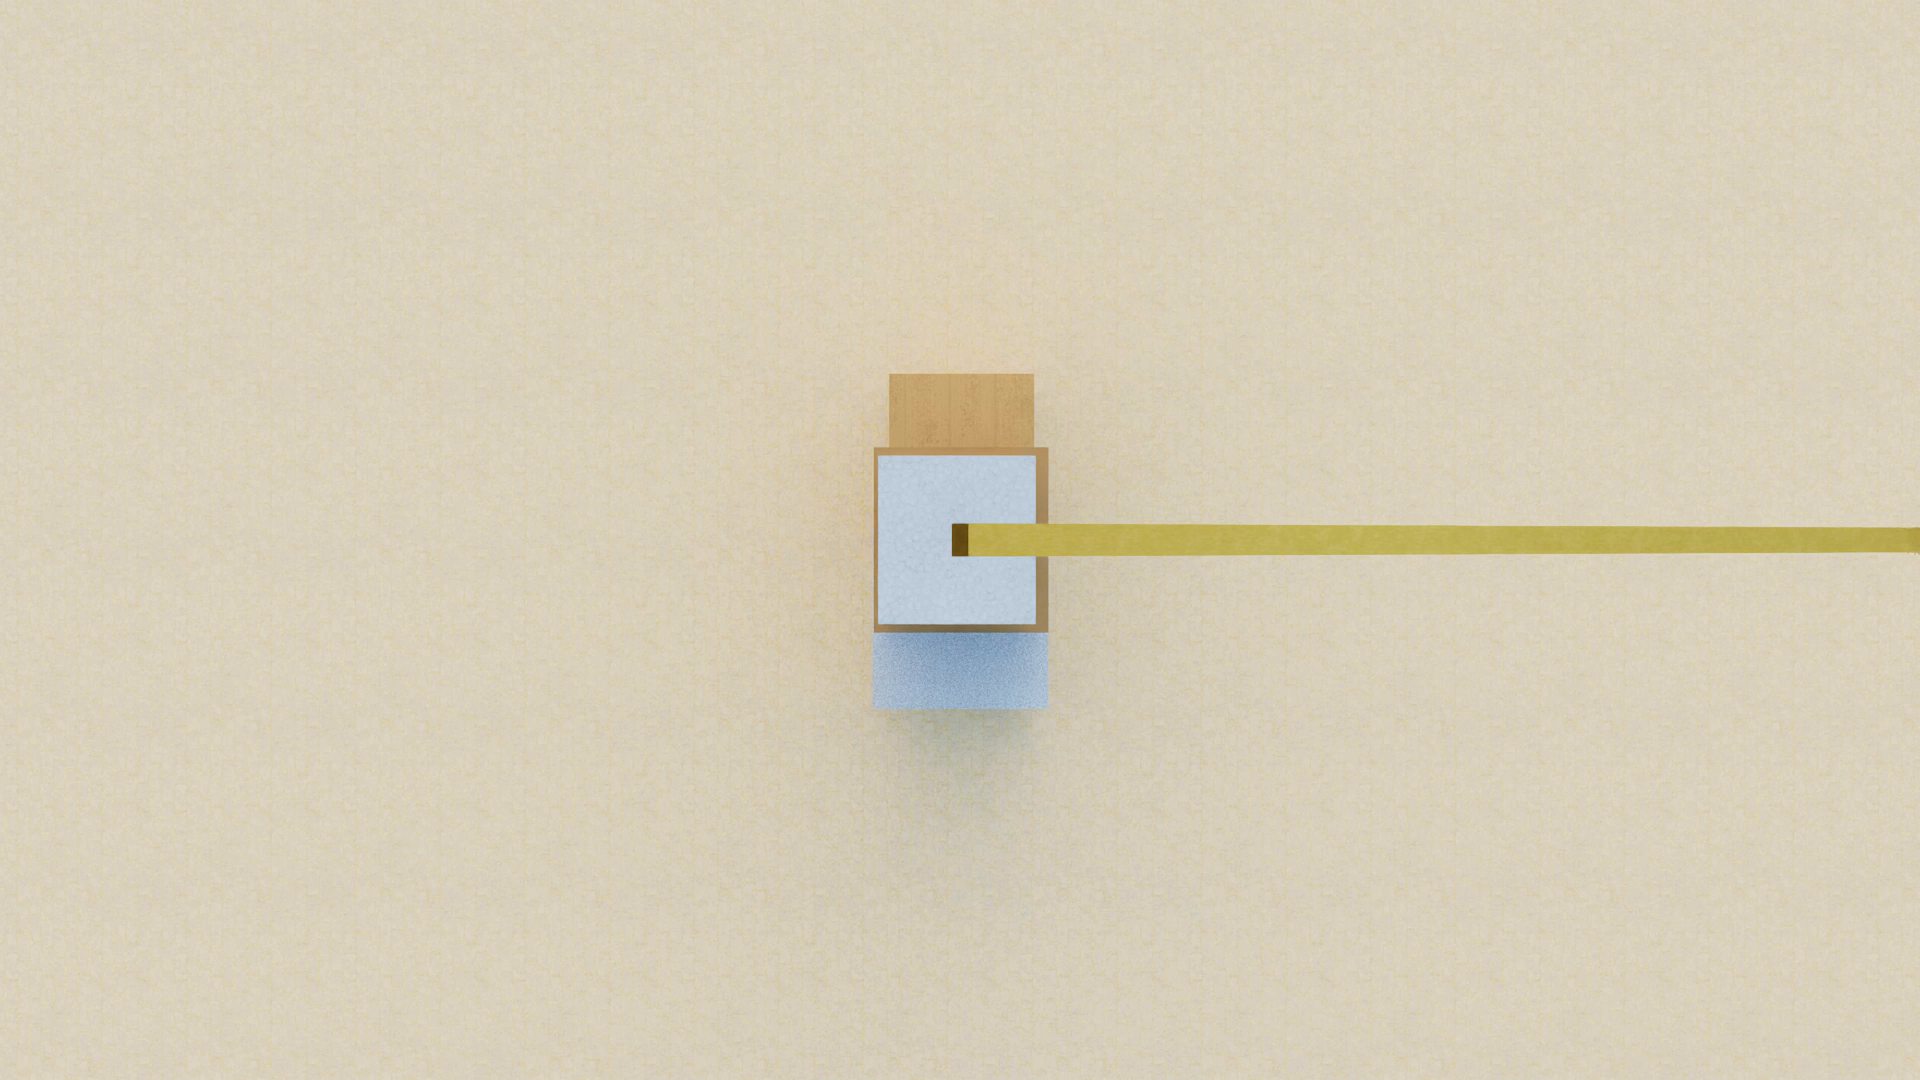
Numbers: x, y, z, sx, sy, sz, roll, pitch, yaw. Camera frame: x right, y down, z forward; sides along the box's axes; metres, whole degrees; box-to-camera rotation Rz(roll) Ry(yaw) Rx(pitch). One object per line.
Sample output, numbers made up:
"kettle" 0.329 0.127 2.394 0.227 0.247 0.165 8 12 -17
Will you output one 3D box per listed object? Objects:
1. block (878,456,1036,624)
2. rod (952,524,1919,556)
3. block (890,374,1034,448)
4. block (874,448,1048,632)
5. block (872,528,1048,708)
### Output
"block" -0.014 0.000 10.607 0.728 0.902 0.779 0 90 0
"rod" 2.234 0.000 6.624 5.200 0.080 0.080 0 90 -31
"block" 0.009 -0.499 12.623 0.808 0.753 0.854 0 90 0
"block" 0.005 0.000 11.559 0.879 1.001 0.931 0 90 0
"block" 0.003 0.432 12.530 0.962 0.941 0.989 0 90 0
